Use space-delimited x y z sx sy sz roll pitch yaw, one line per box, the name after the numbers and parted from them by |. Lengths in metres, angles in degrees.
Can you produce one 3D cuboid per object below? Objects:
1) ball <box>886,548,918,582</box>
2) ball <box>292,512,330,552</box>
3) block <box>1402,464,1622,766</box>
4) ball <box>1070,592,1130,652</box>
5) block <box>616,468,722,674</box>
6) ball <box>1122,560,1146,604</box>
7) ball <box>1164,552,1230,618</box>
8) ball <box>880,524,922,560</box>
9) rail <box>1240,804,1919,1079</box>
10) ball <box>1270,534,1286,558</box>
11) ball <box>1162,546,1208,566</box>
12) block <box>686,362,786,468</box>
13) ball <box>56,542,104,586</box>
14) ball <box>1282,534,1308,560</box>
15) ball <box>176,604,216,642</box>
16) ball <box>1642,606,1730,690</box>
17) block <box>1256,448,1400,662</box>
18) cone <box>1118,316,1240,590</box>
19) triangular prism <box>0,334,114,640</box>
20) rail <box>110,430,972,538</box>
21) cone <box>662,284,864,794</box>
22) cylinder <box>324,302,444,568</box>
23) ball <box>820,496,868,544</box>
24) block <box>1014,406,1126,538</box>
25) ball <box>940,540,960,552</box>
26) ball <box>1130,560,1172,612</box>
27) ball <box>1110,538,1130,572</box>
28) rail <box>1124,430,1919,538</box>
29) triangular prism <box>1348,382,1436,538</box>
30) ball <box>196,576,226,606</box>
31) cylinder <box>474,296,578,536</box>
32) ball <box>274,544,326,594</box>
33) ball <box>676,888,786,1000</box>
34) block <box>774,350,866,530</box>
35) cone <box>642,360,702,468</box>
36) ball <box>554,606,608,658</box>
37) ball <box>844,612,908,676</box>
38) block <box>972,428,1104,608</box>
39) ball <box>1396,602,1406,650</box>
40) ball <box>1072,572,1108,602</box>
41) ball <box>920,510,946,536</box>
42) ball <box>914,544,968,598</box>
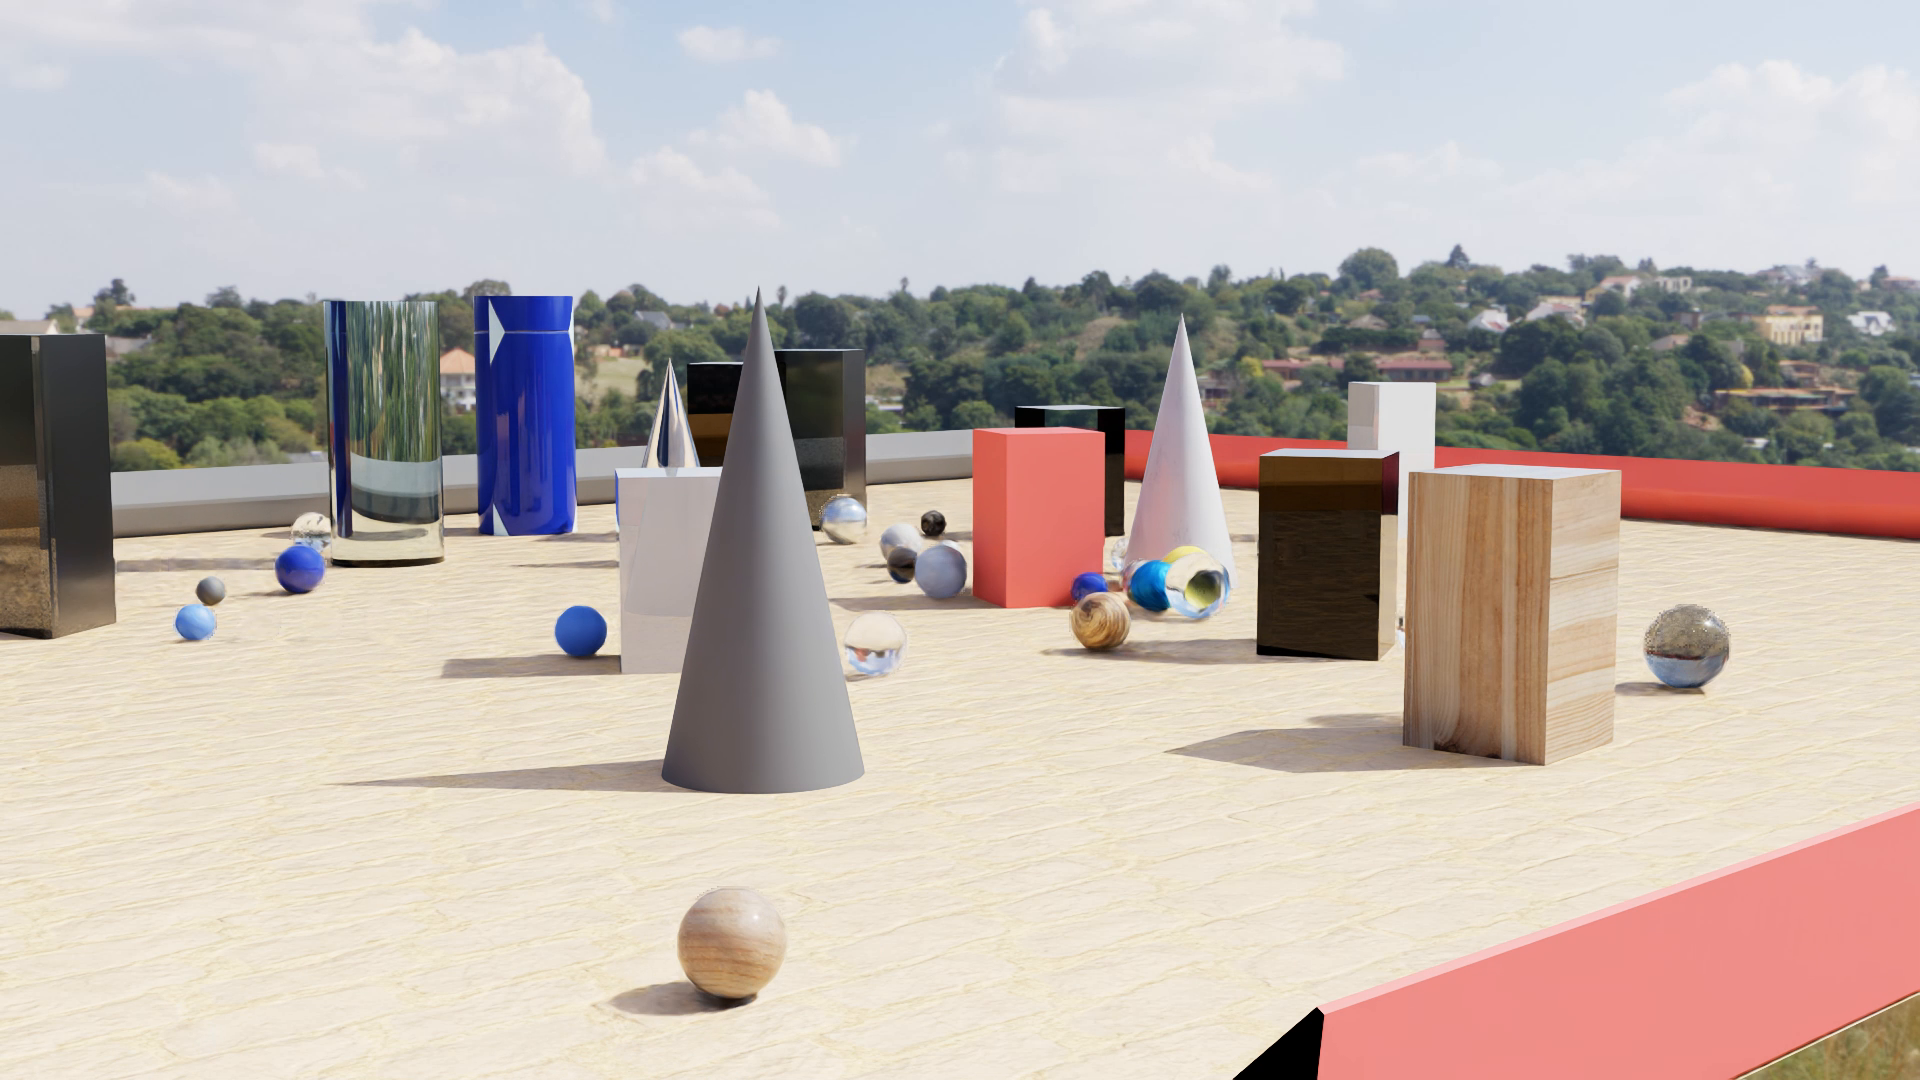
-0.092 0.041 3.603 0.057 0.057 0.057 0 6 0 | ball
-1.188 -0.013 4.035 0.075 0.075 0.075 0 6 0 | ball
0.565 0.070 2.250 0.157 0.281 0.157 5 8 40 | block
0.184 0.107 2.872 0.078 0.078 0.078 0 6 0 | ball
-0.351 0.035 2.769 0.157 0.242 0.157 -1 6 -10 | block
0.278 0.065 3.337 0.066 0.066 0.066 0 6 0 | ball
0.344 0.066 3.184 0.095 0.095 0.095 0 6 0 | ball
-0.103 0.008 3.830 0.075 0.075 0.075 0 6 0 | ball
1.226 0.171 2.011 4.057 0.127 0.045 -5 8 -42 | rail
0.580 0.011 3.970 0.041 0.041 0.041 0 6 0 | ball
0.349 0.051 3.365 0.086 0.086 0.086 0 6 0 | ball
-0.437 -0.177 4.328 0.157 0.341 0.157 1 6 10 | block
-1.419 0.040 3.544 0.072 0.072 0.072 0 6 0 | ball
0.599 0.012 3.929 0.047 0.047 0.047 0 6 0 | ball
-1.031 0.111 2.966 0.051 0.051 0.051 0 6 0 | ball
0.855 0.127 2.588 0.098 0.098 0.098 0 6 0 | ball
0.484 0.015 2.883 0.157 0.259 0.157 2 6 19 | block
0.356 -0.147 3.550 0.196 0.442 0.196 0 6 0 | cone
-1.255 -0.081 3.067 0.170 0.411 0.147 5 8 39 | triangular prism
-1.226 -0.105 4.653 4.057 0.127 0.045 -5 8 -42 | rail
-0.190 -0.009 2.101 0.196 0.469 0.196 0 6 0 | cone
-1.014 -0.190 3.878 0.196 0.459 0.196 0 6 0 | cylinder
-0.221 -0.037 4.191 0.091 0.091 0.091 0 6 0 | ball
0.216 -0.136 4.353 0.157 0.253 0.157 -4 7 -31 | block
-0.021 0.021 3.863 0.043 0.043 0.043 0 6 0 | ball
0.291 0.068 3.255 0.075 0.075 0.075 0 6 0 | ball
0.285 0.027 3.725 0.060 0.060 0.060 0 6 0 | ball
1.473 -0.108 4.684 0.045 0.127 3.662 -5 8 -42 | rail
0.822 -0.159 4.344 0.170 0.302 0.147 -5 8 -37 | triangular prism
-1.132 0.077 3.324 0.044 0.044 0.044 0 6 0 | ball
-0.872 -0.253 4.416 0.196 0.472 0.196 0 6 0 | cylinder
-1.038 0.046 3.458 0.077 0.077 0.077 0 6 0 | ball
-0.148 0.262 1.427 0.071 0.071 0.071 0 6 0 | ball
-0.291 -0.208 4.512 0.157 0.363 0.157 2 6 14 | block
-0.506 -0.138 3.855 0.196 0.362 0.196 0 6 0 | cone
-0.487 0.117 2.829 0.067 0.067 0.067 0 6 0 | ball
-0.103 0.127 2.682 0.078 0.078 0.078 0 6 0 | ball
0.119 -0.037 3.372 0.157 0.261 0.157 -2 6 -18 | block
0.519 0.094 2.390 0.089 0.089 0.089 0 6 0 | ball
0.195 0.074 3.297 0.054 0.054 0.054 0 6 0 | ball
-0.053 -0.032 4.327 0.052 0.052 0.052 0 6 0 | ball
-0.029 0.049 3.401 0.083 0.083 0.083 0 6 0 | ball
